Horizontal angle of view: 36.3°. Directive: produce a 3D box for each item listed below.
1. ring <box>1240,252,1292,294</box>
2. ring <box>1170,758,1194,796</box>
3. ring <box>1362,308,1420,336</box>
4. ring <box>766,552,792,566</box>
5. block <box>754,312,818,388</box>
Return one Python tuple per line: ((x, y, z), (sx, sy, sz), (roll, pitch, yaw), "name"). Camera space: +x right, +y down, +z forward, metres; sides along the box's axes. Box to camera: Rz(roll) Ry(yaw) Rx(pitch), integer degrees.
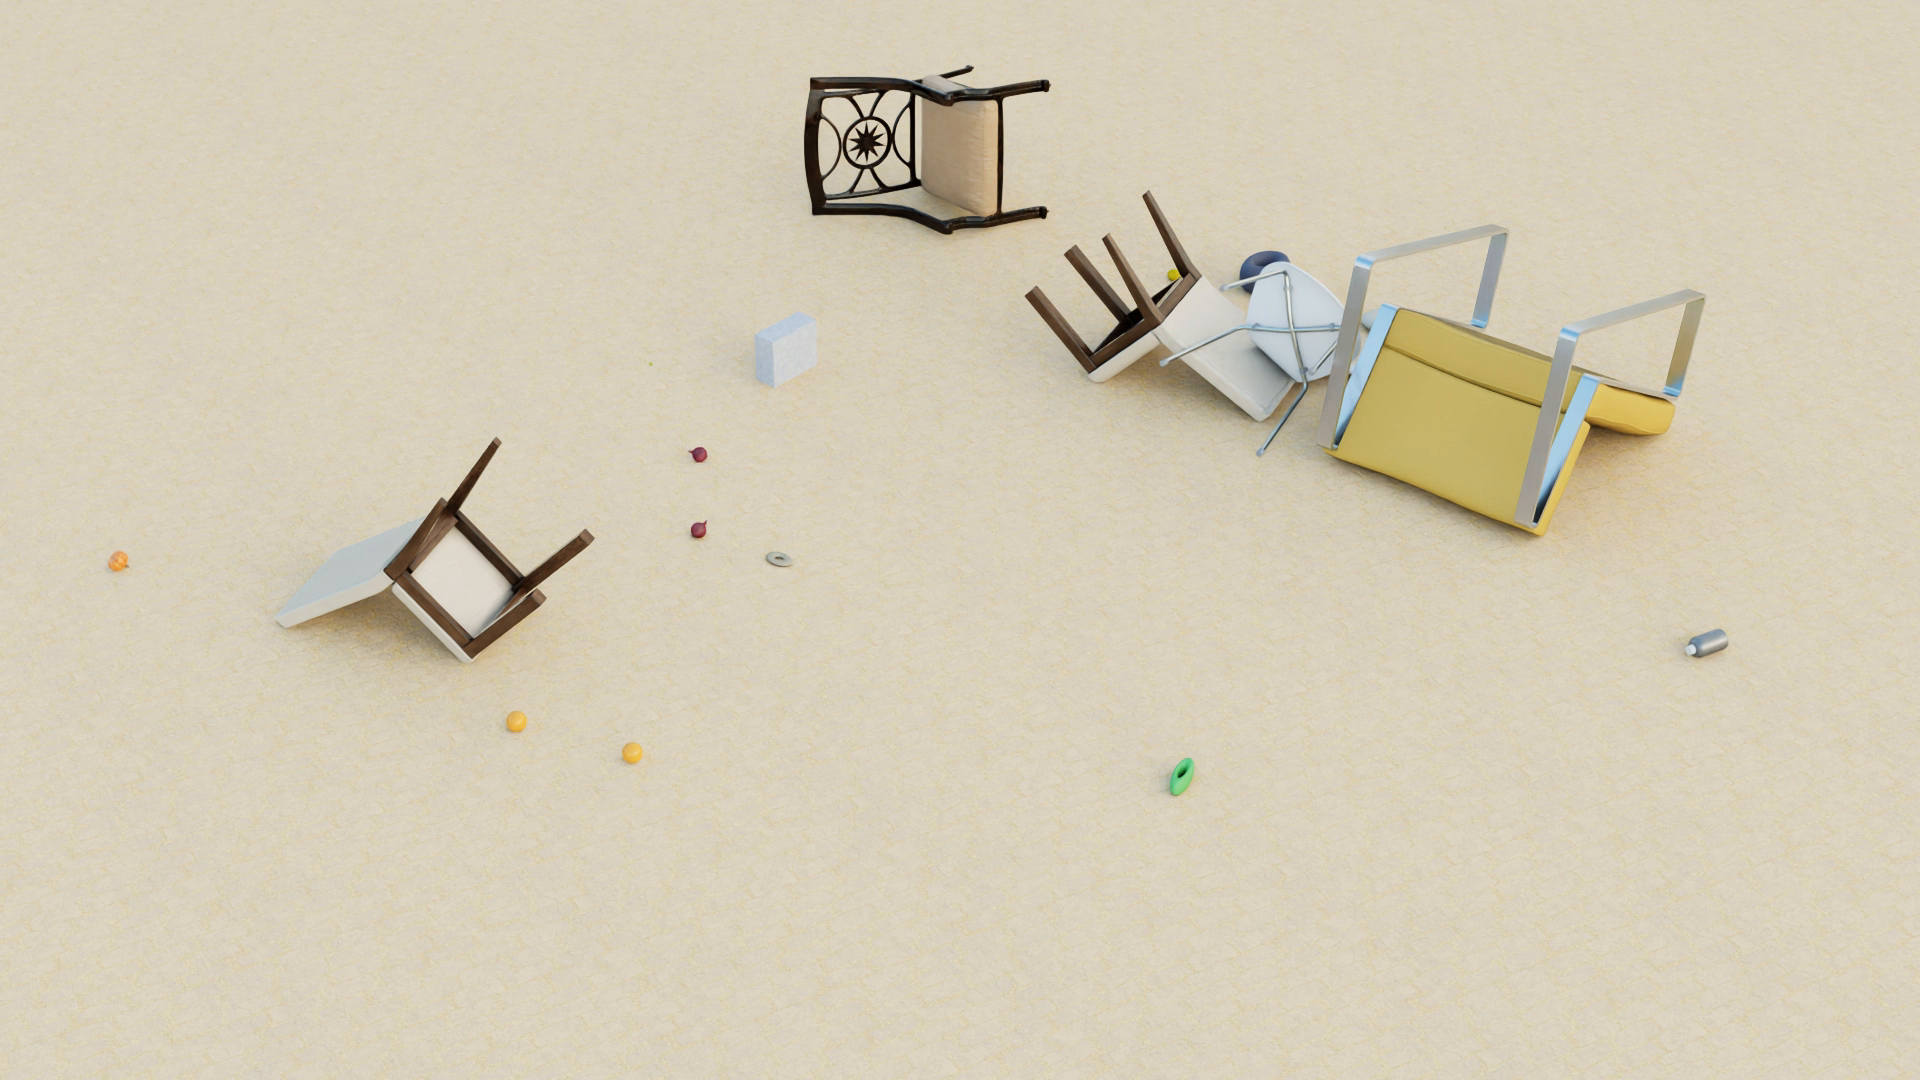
((1.309, -1.146, 12.570), (0.192, 0.129, 0.261), (26, 40, 36), "ring")
((0.736, 0.782, 9.707), (0.062, 0.057, 0.180), (10, 34, 19), "ring")
((1.805, -0.916, 12.289), (0.244, 0.051, 0.200), (3, 33, 6), "ring")
((-0.667, 0.070, 10.821), (0.110, 0.018, 0.072), (23, 40, 30), "ring")
((-0.706, -0.775, 11.929), (0.102, 0.211, 0.255), (25, 41, 33), "block")
